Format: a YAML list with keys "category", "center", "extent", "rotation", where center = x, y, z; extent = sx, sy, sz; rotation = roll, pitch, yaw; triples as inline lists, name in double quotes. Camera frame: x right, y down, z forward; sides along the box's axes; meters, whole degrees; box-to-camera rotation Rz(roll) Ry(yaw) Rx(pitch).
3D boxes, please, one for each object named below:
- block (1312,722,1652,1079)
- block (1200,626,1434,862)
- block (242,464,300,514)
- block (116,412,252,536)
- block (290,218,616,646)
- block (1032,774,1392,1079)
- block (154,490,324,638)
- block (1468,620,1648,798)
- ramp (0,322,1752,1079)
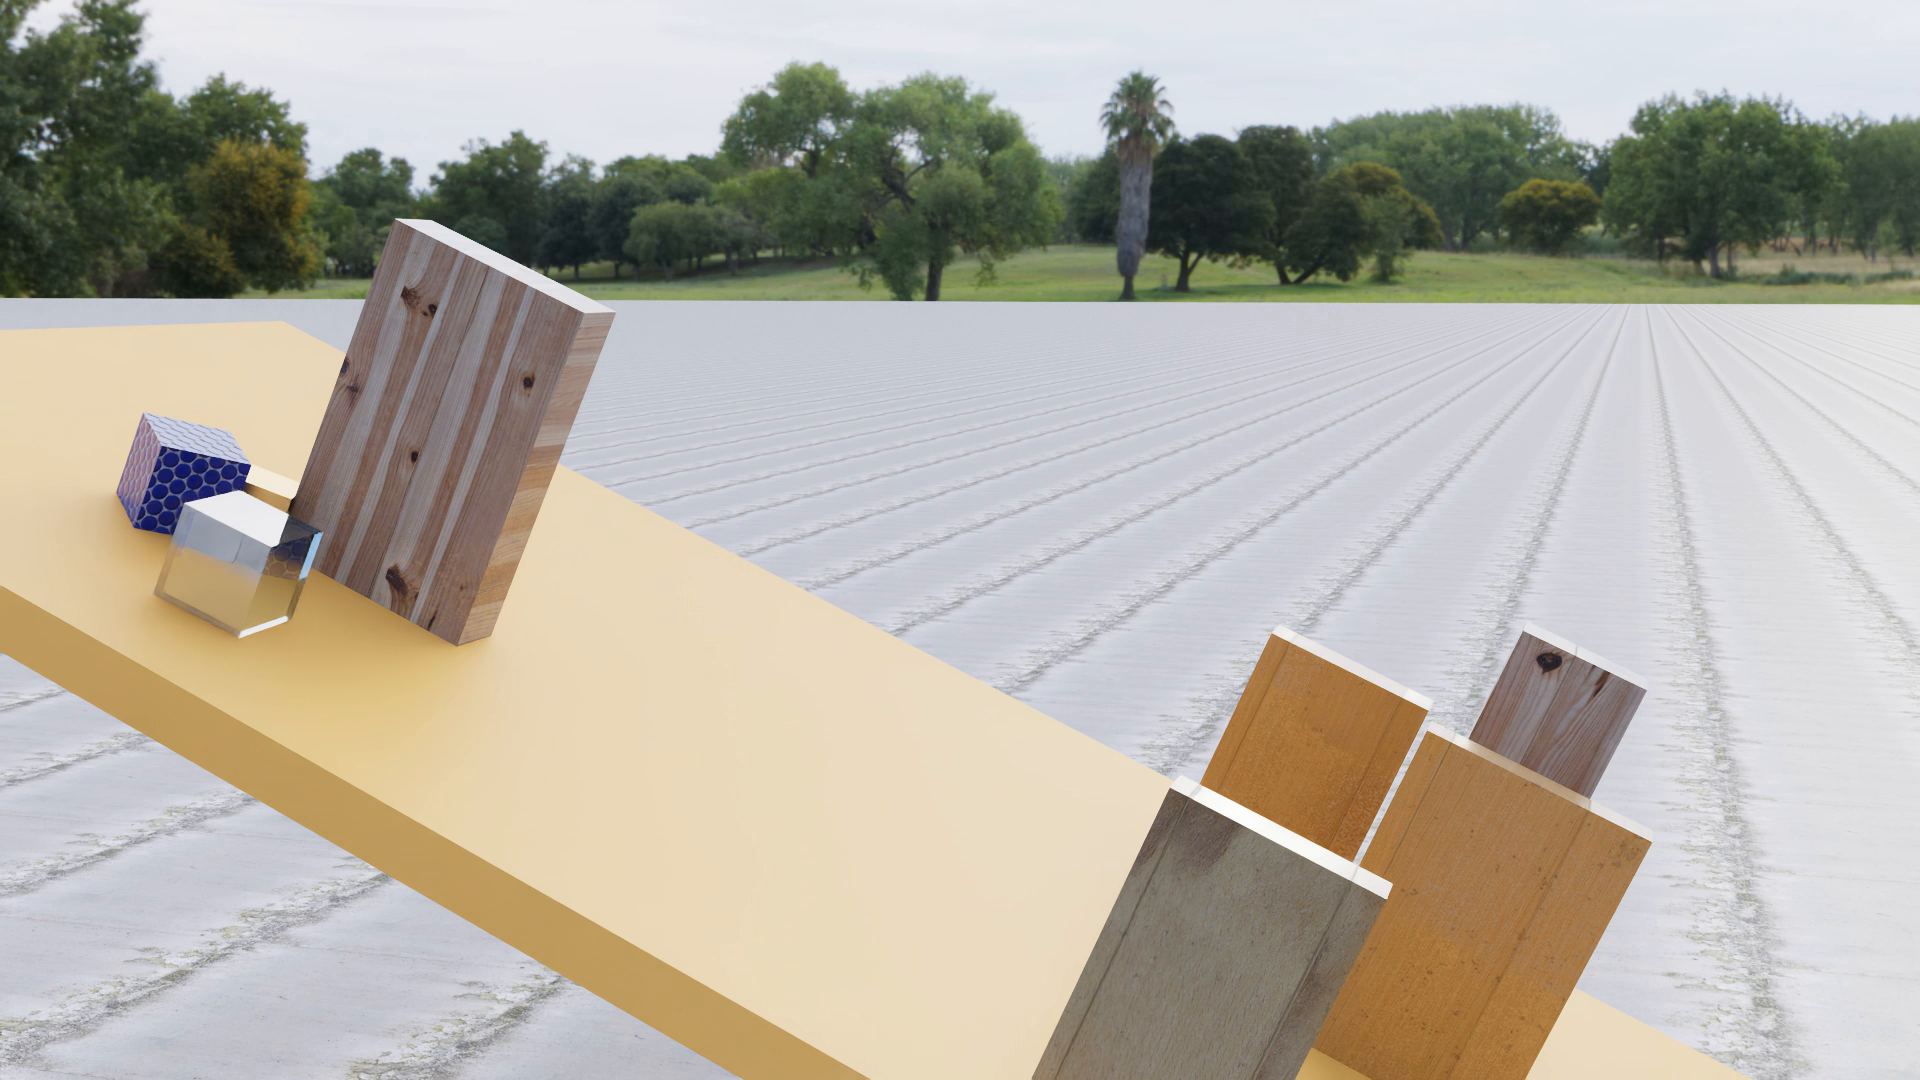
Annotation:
- category: "block"
  center: [0.870, 0.679, 3.817]
  extent: [0.409, 0.605, 0.083]
  rotation: [27, 14, 13]
- category: "block"
  center: [0.713, 0.480, 4.579]
  extent: [0.351, 0.491, 0.110]
  rotation: [27, 14, 13]
- category: "block"
  center: [-1.298, -0.060, 4.088]
  extent: [0.109, 0.109, 0.109]
  rotation: [22, 13, -7]
- category: "block"
  center: [-1.408, -0.111, 3.985]
  extent: [0.162, 0.162, 0.162]
  rotation: [14, 17, -37]
- category: "block"
  center: [-0.944, -0.198, 4.021]
  extent: [0.407, 0.662, 0.125]
  rotation: [27, 14, 13]
- category: "block"
  center: [0.350, 0.656, 3.168]
  extent: [0.335, 0.536, 0.080]
  rotation: [27, 14, 13]
- category: "block"
  center: [-1.216, 0.038, 3.711]
  extent: [0.169, 0.169, 0.169]
  rotation: [26, 13, 8]
- category: "block"
  center: [0.996, 0.558, 4.122]
  extent: [0.240, 0.780, 0.120]
  rotation: [27, 14, 13]
- category: "ramp"
  center: [-0.278, 0.480, 4.178]
  extent: [4.000, 0.100, 2.000]
  rotation: [27, 14, 13]
